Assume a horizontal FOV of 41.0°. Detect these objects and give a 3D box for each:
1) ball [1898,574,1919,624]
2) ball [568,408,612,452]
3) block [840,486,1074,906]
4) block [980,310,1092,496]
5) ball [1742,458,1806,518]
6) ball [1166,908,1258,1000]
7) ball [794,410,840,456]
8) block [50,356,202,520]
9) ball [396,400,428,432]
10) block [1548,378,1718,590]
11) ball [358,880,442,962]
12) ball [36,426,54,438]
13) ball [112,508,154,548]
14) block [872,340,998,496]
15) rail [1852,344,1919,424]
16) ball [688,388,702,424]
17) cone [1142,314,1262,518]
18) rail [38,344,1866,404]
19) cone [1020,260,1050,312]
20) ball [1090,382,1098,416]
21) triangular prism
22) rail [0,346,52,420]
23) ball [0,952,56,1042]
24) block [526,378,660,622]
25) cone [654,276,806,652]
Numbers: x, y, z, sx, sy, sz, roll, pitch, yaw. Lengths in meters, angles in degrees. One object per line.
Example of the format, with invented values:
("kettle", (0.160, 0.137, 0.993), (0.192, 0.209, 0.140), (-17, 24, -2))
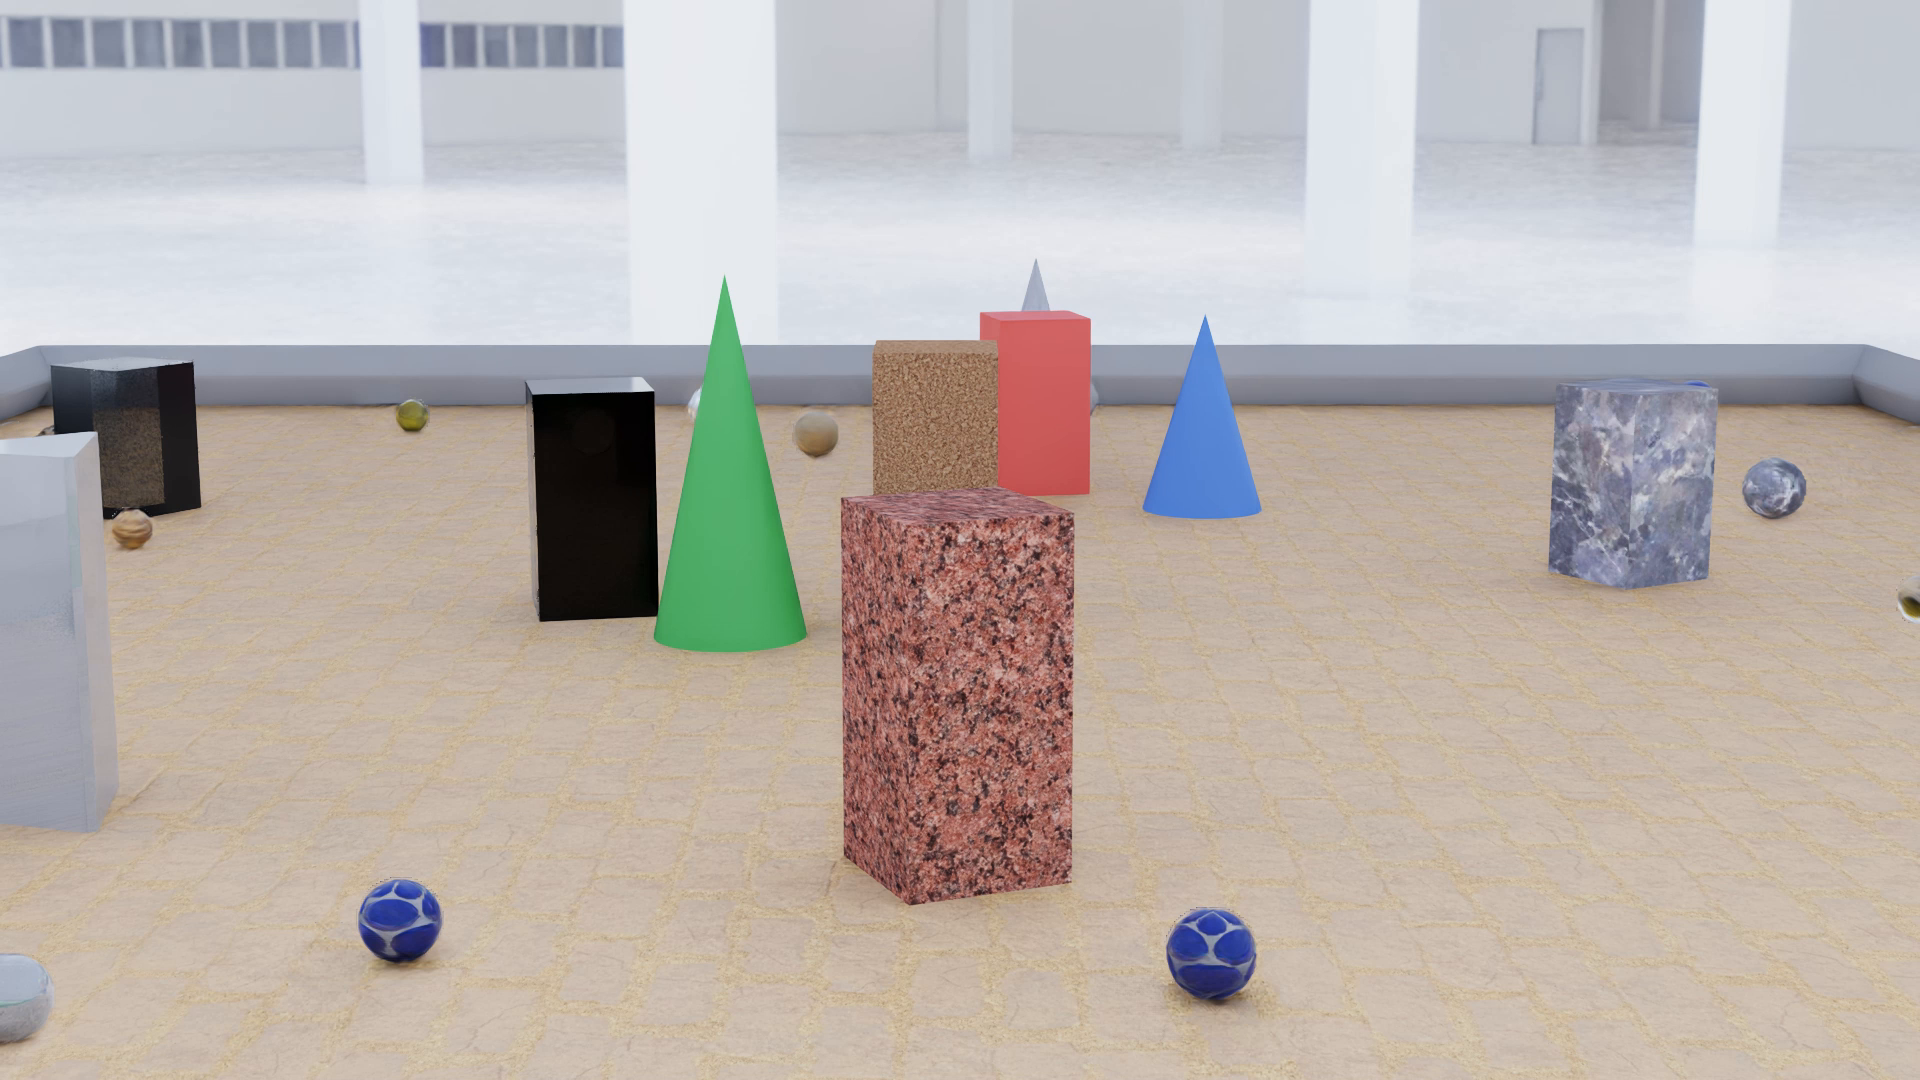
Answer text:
("ball", (1.271, 0.078, 3.380), (0.067, 0.067, 0.067), (0, 10, 0))
("ball", (-0.705, -0.209, 4.886), (0.084, 0.084, 0.084), (0, 10, 0))
("block", (-0.004, 0.135, 2.325), (0.159, 0.339, 0.159), (-5, 11, -23))
("block", (0.129, -0.239, 4.447), (0.159, 0.302, 0.159), (-2, 11, -12))
("ball", (1.323, -0.084, 4.168), (0.099, 0.099, 0.099), (0, 10, 0))
("ball", (0.199, 0.327, 2.025), (0.071, 0.071, 0.071), (0, 10, 0))
("ball", (-0.270, -0.200, 4.834), (0.086, 0.086, 0.086), (0, 10, 0))
("block", (-1.375, -0.170, 4.233), (0.159, 0.244, 0.159), (7, 12, 32))
("ball", (-1.101, -0.249, 5.155), (0.065, 0.065, 0.065), (0, 10, 0))
("block", (0.967, -0.085, 3.691), (0.159, 0.274, 0.159), (-6, 12, -29))
("ball", (-0.460, 0.313, 2.109), (0.068, 0.068, 0.068), (0, 10, 0))
("ball", (-1.624, -0.163, 4.625), (0.089, 0.089, 0.089), (0, 10, 0))
("ball", (-1.263, -0.017, 3.914), (0.061, 0.061, 0.061), (0, 10, 0))
("block", (-0.031, -0.069, 3.347), (0.159, 0.369, 0.159), (0, 10, 0))
("rail", (1.958, 0.031, 3.460), (0.045, 0.129, 4.314), (0, 10, 0))
("ball", (-0.508, -0.268, 5.201), (0.086, 0.086, 0.086), (0, 10, 0))
("cone", (0.403, -0.212, 4.241), (0.198, 0.325, 0.198), (0, 10, 0))
("rail", (-0.012, -0.355, 5.546), (3.963, 0.129, 0.045), (0, 10, 0))
("cone", (0.146, -0.363, 4.945), (0.198, 0.366, 0.198), (0, 10, 0))
("ball", (0.228, -0.278, 5.055), (0.087, 0.087, 0.087), (0, 10, 0))
("triangular prism", (-0.890, 0.084, 2.530), (0.172, 0.365, 0.149), (4, 11, 19))
("rail", (-1.958, 0.035, 3.438), (0.045, 0.129, 4.314), (0, 10, 0))
("ball", (-0.719, 0.346, 1.937), (0.067, 0.067, 0.067), (0, 10, 0))
("block", (-0.498, -0.058, 3.466), (0.159, 0.304, 0.159), (-2, 11, -13))
("cone", (-0.297, -0.107, 3.280), (0.198, 0.468, 0.198), (0, 10, 0))
